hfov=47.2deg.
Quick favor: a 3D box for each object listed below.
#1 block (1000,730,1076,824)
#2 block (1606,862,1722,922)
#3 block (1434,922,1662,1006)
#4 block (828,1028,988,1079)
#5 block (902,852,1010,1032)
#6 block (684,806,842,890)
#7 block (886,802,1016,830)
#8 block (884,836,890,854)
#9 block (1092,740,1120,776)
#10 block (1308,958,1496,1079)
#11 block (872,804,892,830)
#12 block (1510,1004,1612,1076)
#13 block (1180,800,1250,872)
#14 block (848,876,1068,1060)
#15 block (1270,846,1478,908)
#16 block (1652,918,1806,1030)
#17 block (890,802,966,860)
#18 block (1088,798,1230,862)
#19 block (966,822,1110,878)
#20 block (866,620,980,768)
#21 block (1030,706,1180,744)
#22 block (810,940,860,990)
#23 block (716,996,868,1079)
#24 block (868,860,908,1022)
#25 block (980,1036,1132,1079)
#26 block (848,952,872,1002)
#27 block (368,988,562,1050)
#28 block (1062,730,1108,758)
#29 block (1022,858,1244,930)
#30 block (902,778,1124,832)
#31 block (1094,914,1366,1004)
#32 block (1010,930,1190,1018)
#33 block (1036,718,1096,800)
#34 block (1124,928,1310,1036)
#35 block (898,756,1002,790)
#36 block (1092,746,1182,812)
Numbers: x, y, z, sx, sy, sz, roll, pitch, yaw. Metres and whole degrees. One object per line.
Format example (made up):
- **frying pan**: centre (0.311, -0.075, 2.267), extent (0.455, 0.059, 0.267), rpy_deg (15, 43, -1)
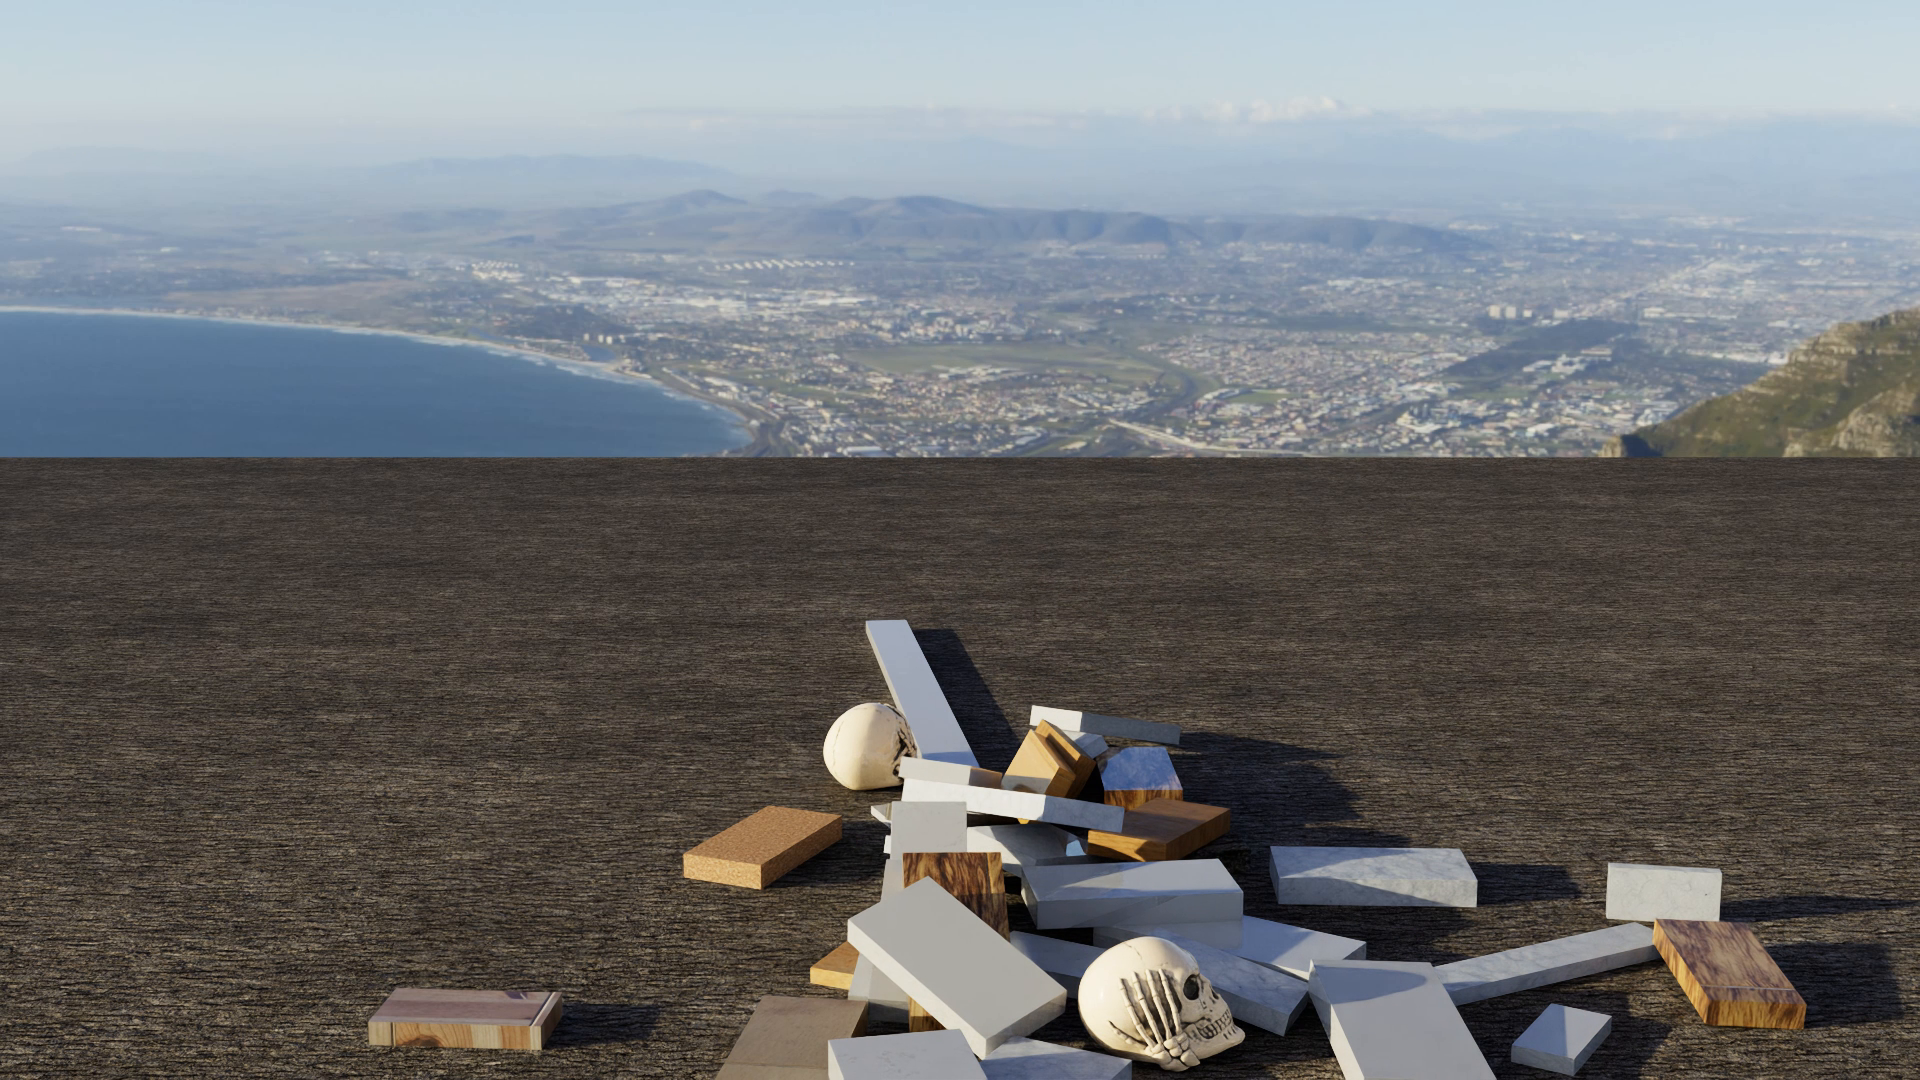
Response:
- **block**: centre (0.140, 0.448, 4.076), extent (0.037, 0.129, 0.258), rpy_deg (28, 5, -14)
- **block**: centre (1.133, 0.570, 3.541), extent (0.173, 0.086, 0.024), rpy_deg (2, 11, 10)
- **block**: centre (0.819, 0.647, 3.294), extent (0.602, 0.024, 0.086), rpy_deg (-6, 12, -27)
- **block**: centre (-0.048, 0.696, 2.690), extent (0.174, 0.049, 0.348), rpy_deg (-2, 11, -12)
- **block**: centre (-0.004, 0.579, 3.176), extent (0.148, 0.042, 0.337), rpy_deg (0, 33, -4)
- **block**: centre (-0.341, 0.535, 3.849), extent (0.149, 0.042, 0.299), rpy_deg (5, 11, 24)
- **block**: centre (-0.015, 0.475, 3.742), extent (0.203, 0.029, 0.101), rpy_deg (11, -7, -37)
- **block**: centre (-0.043, 0.528, 3.725), extent (0.101, 0.029, 0.203), rpy_deg (4, -10, 21)
- **block**: centre (0.295, 0.442, 4.386), extent (0.103, 0.029, 0.205), rpy_deg (-6, 12, -29)
- **block**: centre (0.596, 0.672, 2.998), extent (0.174, 0.049, 0.348), rpy_deg (2, 15, -3)
- **block**: centre (-0.120, 0.510, 4.059), extent (0.053, 0.015, 0.106), rpy_deg (-4, 11, -22)
- **block**: centre (0.836, 0.692, 3.053), extent (0.086, 0.024, 0.173), rpy_deg (7, 12, 32)
- **block**: centre (0.407, 0.527, 3.901), extent (0.141, 0.040, 0.283), rpy_deg (-2, 11, -9)
- **block**: centre (-0.007, 0.595, 3.075), extent (0.148, 0.042, 0.296), rpy_deg (-24, 41, -34)
- **block**: centre (0.689, 0.563, 3.687), extent (0.323, 0.046, 0.162), rpy_deg (0, 11, 2)
- **block**: centre (1.130, 0.637, 3.243), extent (0.137, 0.039, 0.274), rpy_deg (3, 15, 1)
- **block**: centre (-0.049, 0.504, 3.429), extent (0.119, 0.034, 0.238), rpy_deg (0, 38, 0)
- **block**: centre (0.345, 0.500, 3.778), extent (0.141, 0.040, 0.283), rpy_deg (6, 8, 28)
- **block**: centre (0.131, 0.521, 3.684), extent (0.137, 0.039, 0.274), rpy_deg (21, 6, 30)
- **block**: centre (-0.092, 0.350, 4.883), extent (0.103, 0.029, 1.452), rpy_deg (-1, 11, -7)
- **block**: centre (0.297, 0.376, 4.463), extent (0.301, 0.039, 0.137), rpy_deg (12, -6, -43)
- **block**: centre (-0.149, 0.638, 3.342), extent (0.086, 0.024, 0.172), rpy_deg (5, 11, 24)
- **block**: centre (-0.225, 0.697, 2.975), extent (0.149, 0.042, 0.299), rpy_deg (1, 11, 8)
- **block**: centre (-0.048, 0.589, 3.234), extent (0.148, 0.042, 0.296), rpy_deg (4, 33, 2)
- **block**: centre (0.041, 0.738, 2.735), extent (0.174, 0.049, 0.463), rpy_deg (5, 12, 27)
- **block**: centre (-0.107, 0.629, 3.247), extent (0.086, 0.024, 0.172), rpy_deg (3, 29, 7)
- **block**: centre (-0.697, 0.676, 3.109), extent (0.243, 0.034, 0.121), rpy_deg (1, 11, 4)
- **block**: centre (0.205, 0.415, 4.303), extent (0.103, 0.029, 0.205), rpy_deg (-31, 8, -16)
- **block**: centre (0.269, 0.557, 3.469), extent (0.323, 0.046, 0.162), rpy_deg (-1, 11, -7)
- **block**: centre (0.082, 0.460, 3.831), extent (0.149, 0.042, 0.557), rpy_deg (12, -8, -25)
- **block**: centre (0.410, 0.623, 3.368), extent (0.384, 0.046, 0.162), rpy_deg (7, 13, 34)
- **block**: centre (0.191, 0.645, 3.277), extent (0.319, 0.034, 0.121), rpy_deg (6, 12, 29)
- **block**: centre (0.174, 0.434, 4.152), extent (0.037, 0.129, 0.258), rpy_deg (28, 3, -17)
- **block**: centre (0.374, 0.637, 3.182), extent (0.243, 0.034, 0.122), rpy_deg (18, 16, 20)
- **block**: centre (-0.015, 0.432, 4.044), extent (0.129, 0.037, 0.258), rpy_deg (6, -7, 15)
- **block**: centre (0.331, 0.447, 4.132), extent (0.141, 0.040, 0.328), rpy_deg (0, 8, 0)
